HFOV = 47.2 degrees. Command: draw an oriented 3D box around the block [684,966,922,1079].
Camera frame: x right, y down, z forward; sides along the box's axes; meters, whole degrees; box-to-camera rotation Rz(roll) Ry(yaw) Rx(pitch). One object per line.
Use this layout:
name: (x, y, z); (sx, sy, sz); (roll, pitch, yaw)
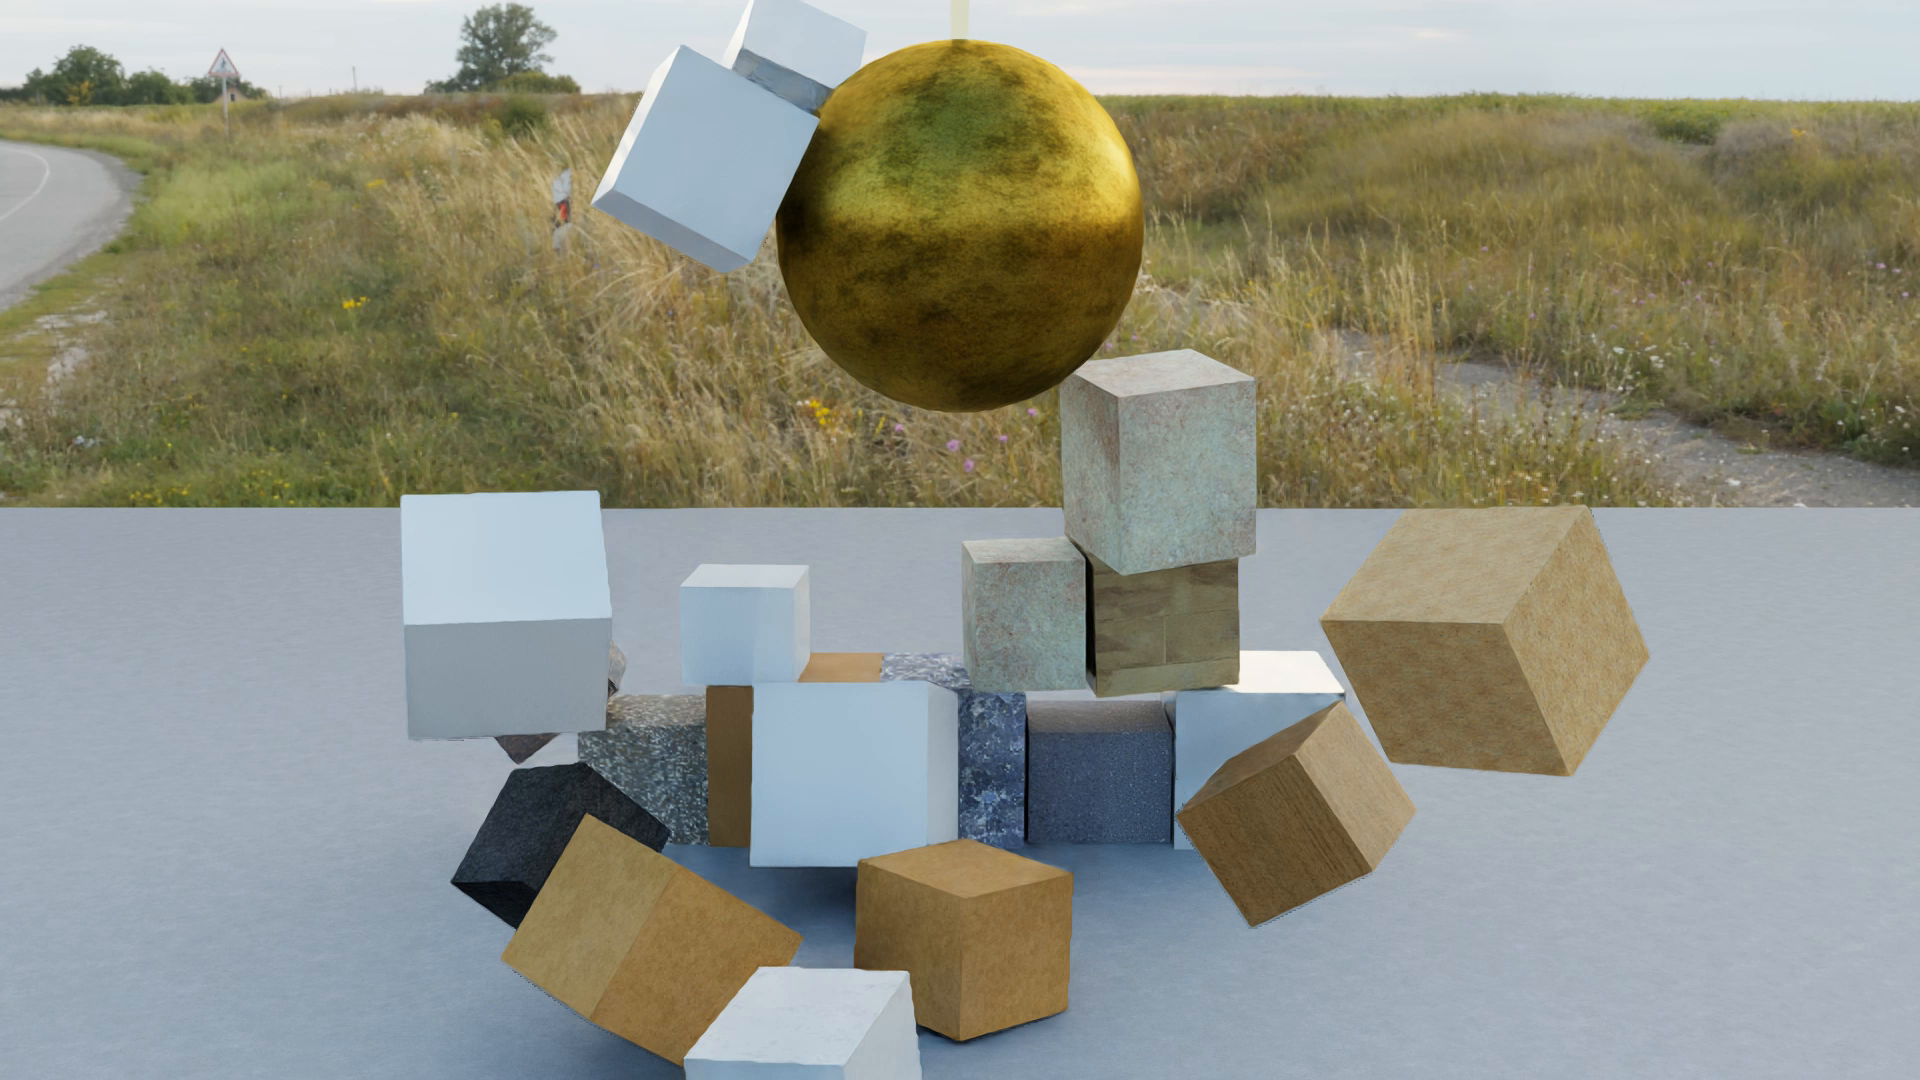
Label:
block: (-0.497, 1.857, 7.331); (0.549, 0.612, 0.660); (-2, 15, 18)

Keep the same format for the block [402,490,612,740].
block: (-1.799, 0.294, 8.682); (0.763, 0.684, 0.673); (-2, 47, -14)

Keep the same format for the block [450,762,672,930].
block: (-1.663, 1.322, 9.187); (0.535, 0.559, 0.518); (-10, -45, 45)

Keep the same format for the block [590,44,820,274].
block: (-1.068, -1.570, 9.157); (0.636, 0.653, 0.577); (26, -6, -17)

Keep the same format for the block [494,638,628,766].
block: (-2.143, 0.666, 11.228); (0.642, 0.546, 0.610); (-36, 12, 4)

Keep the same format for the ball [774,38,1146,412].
ball: (0.000, -1.352, 9.532); (1.600, 1.600, 1.600); (0, 10, 0)

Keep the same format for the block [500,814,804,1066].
block: (-1.170, 1.552, 8.375); (0.674, 0.631, 0.697); (16, -18, 49)

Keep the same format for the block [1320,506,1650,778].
block: (1.873, 0.350, 7.845); (0.758, 0.676, 0.652); (-1, 37, 48)

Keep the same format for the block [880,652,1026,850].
block: (-0.038, 1.073, 11.335); (0.729, 0.831, 0.772); (0, 11, 0)

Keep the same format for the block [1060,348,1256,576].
block: (0.970, -0.399, 10.810); (0.713, 0.877, 0.738); (-9, 19, -18)

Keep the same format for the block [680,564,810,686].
block: (-1.089, 0.428, 11.225); (0.569, 0.502, 0.584); (1, 10, 4)

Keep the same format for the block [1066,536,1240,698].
block: (0.967, 0.320, 11.142); (0.726, 0.693, 0.684); (-5, 18, -8)

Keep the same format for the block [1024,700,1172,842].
block: (0.706, 1.192, 11.406); (0.718, 0.574, 0.647); (0, 10, 0)

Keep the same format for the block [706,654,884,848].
block: (-0.834, 1.073, 11.370); (0.854, 0.821, 0.771); (0, 10, 0)

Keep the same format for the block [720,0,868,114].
block: (-0.818, -2.106, 10.173); (0.551, 0.538, 0.592); (22, 41, -15)

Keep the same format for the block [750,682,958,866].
block: (-0.475, 1.107, 10.263); (0.808, 0.826, 0.779); (-1, -8, 10)

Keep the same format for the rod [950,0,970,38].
rod: (0.000, -4.748, 9.709); (0.080, 5.200, 0.080); (0, -3, 0)

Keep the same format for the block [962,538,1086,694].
block: (0.316, 0.370, 11.036); (0.543, 0.651, 0.587); (-2, 11, -6)

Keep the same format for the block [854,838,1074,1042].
block: (0.011, 1.612, 8.971); (0.597, 0.575, 0.649); (-5, 10, -42)

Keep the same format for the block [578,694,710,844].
block: (-1.604, 1.177, 11.360); (0.642, 0.619, 0.632); (0, 10, -3)

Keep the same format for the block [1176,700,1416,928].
block: (1.389, 1.126, 9.068); (0.641, 0.557, 0.553); (-34, 0, 36)

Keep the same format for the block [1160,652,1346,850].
block: (1.491, 1.074, 11.395); (0.834, 0.809, 0.892); (0, 10, 0)
